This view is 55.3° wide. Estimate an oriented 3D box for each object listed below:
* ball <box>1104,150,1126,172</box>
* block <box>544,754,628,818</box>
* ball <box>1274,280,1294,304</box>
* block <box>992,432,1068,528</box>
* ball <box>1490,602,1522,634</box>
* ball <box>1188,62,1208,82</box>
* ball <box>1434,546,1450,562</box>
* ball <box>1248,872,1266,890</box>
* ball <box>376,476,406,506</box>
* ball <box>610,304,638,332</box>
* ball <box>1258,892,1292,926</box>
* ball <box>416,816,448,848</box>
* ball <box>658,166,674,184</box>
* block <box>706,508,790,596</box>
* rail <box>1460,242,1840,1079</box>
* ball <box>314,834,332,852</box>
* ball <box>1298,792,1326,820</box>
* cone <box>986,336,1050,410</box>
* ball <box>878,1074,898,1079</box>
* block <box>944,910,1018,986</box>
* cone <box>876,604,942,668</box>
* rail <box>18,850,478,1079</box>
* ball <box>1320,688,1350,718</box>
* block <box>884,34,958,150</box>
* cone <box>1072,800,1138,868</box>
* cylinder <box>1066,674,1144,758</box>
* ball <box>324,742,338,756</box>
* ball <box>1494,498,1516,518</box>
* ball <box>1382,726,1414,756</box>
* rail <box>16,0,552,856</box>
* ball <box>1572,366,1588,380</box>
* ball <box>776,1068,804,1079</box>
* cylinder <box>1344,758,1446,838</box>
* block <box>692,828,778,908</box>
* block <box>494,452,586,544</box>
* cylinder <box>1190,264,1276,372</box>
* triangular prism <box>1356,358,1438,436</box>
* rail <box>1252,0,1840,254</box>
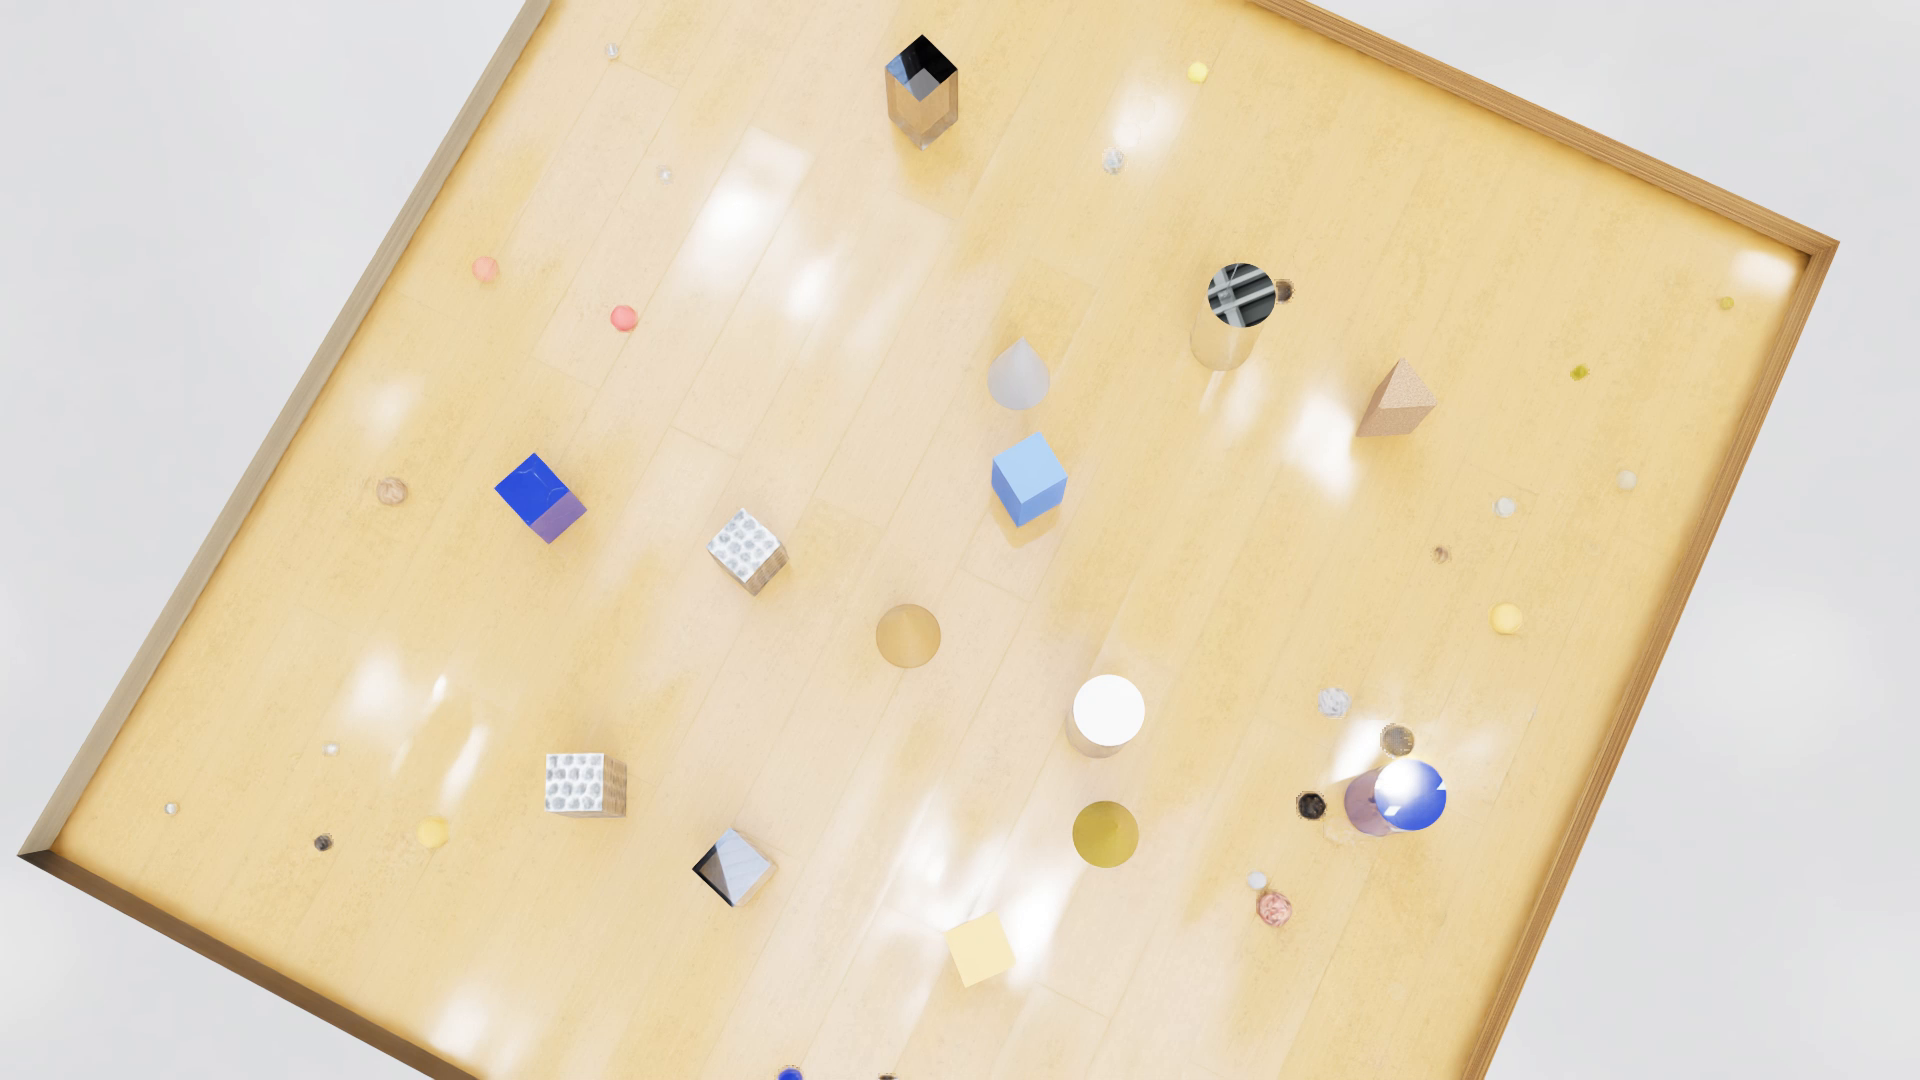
[{"bbox_3d":[0.492,-1.206,5.829,0.073,0.073,0.073,0,78,0],"label":"ball"},{"bbox_3d":[-1.073,0.711,5.278,0.158,0.374,0.158,-1,78,0],"label":"block"},{"bbox_3d":[1.009,-0.777,5.742,0.069,0.069,0.069,0,78,0],"label":"ball"},{"bbox_3d":[0.205,-0.177,5.480,0.158,0.339,0.158,-30,80,-6],"label":"block"},{"bbox_3d":[1.645,0.235,5.519,0.095,0.095,0.095,0,78,0],"label":"ball"},{"bbox_3d":[0.766,-1.505,5.896,0.064,0.064,0.064,0,78,0],"label":"ball"},{"bbox_3d":[1.468,0.044,5.581,0.051,0.051,0.051,0,78,0],"label":"ball"},{"bbox_3d":[0.874,1.000,5.382,0.054,0.054,0.054,0,78,0],"label":"ball"},{"bbox_3d":[-1.738,-0.148,5.601,0.090,0.090,0.090,0,78,0],"label":"ball"},{"bbox_3d":[-1.049,-0.692,5.718,0.082,0.082,0.082,0,78,0],"label":"ball"},{"bbox_3d":[0.918,1.077,5.343,0.099,0.099,0.099,0,78,0],"label":"ball"},{"bbox_3d":[-1.551,0.861,5.391,0.092,0.092,0.092,0,78,0],"label":"ball"},{"bbox_3d":[-0.938,-1.161,5.831,0.051,0.051,0.051,0,78,0],"label":"ball"},{"bbox_3d":[-0.633,0.040,5.481,0.158,0.250,0.158,41,81,8],"label":"block"},{"bbox_3d":[1.787,0.882,5.367,0.045,0.129,4.120,26,80,5],"label":"rail"},{"bbox_3d":[-1.879,0.895,5.407,0.049,0.049,0.049,0,78,0],"label":"ball"},{"bbox_3d":[1.039,0.787,5.412,0.082,0.082,0.082,0,78,0],"label":"ball"},{"bbox_3d":[0.183,-0.545,5.506,0.198,0.438,0.198,0,78,0],"label":"cone"},{"bbox_3d":[-0.208,1.573,5.249,0.083,0.083,0.083,0,78,0],"label":"ball"},{"bbox_3d":[0.057,1.160,5.210,0.158,0.326,0.158,-22,79,-4],"label":"block"},{"bbox_3d":[-0.156,0.244,5.328,0.198,0.466,0.198,0,78,0],"label":"cone"},{"bbox_3d":[-0.911,1.790,5.179,4.043,0.129,0.045,26,80,5],"label":"rail"},{"bbox_3d":[1.119,0.485,5.470,0.090,0.090,0.090,0,78,0],"label":"ball"},{"bbox_3d":[-0.118,-1.392,5.721,0.158,0.360,0.158,-43,81,-8],"label":"block"},{"bbox_3d":[0.432,0.827,5.214,0.198,0.453,0.198,0,78,0],"label":"cone"},{"bbox_3d":[0.414,0.515,5.296,0.198,0.420,0.198,0,78,0],"label":"cylinder"},{"bbox_3d":[-1.874,0.625,5.466,0.041,0.041,0.041,0,78,0],"label":"ball"},{"bbox_3d":[1.667,-0.099,5.605,0.063,0.063,0.063,0,78,0],"label":"ball"},{"bbox_3d":[1.304,0.597,5.445,0.094,0.094,0.094,0,78,0],"label":"ball"},{"bbox_3d":[-1.787,-0.868,5.730,0.045,0.129,4.120,26,80,5],"label":"rail"},{"bbox_3d":[1.930,-0.522,5.703,0.043,0.043,0.043,0,78,0],"label":"ball"},{"bbox_3d":[-0.487,1.555,5.254,0.079,0.079,0.079,0,78,0],"label":"ball"},{"bbox_3d":[1.242,0.743,5.253,0.198,0.411,0.198,0,78,0],"label":"cylinder"},{"bbox_3d":[-0.647,0.949,5.296,0.158,0.244,0.158,42,81,8],"label":"block"},{"bbox_3d":[-1.257,-0.122,5.506,0.158,0.267,0.158,-43,81,-8],"label":"block"},{"bbox_3d":[0.819,-0.667,5.534,0.198,0.432,0.198,0,78,0],"label":"cylinder"},{"bbox_3d":[1.308,-0.433,5.539,0.172,0.328,0.149,-4,78,-1],"label":"triangular prism"},{"bbox_3d":[0.911,-1.777,5.918,4.043,0.129,0.045,26,80,5],"label":"rail"}]
